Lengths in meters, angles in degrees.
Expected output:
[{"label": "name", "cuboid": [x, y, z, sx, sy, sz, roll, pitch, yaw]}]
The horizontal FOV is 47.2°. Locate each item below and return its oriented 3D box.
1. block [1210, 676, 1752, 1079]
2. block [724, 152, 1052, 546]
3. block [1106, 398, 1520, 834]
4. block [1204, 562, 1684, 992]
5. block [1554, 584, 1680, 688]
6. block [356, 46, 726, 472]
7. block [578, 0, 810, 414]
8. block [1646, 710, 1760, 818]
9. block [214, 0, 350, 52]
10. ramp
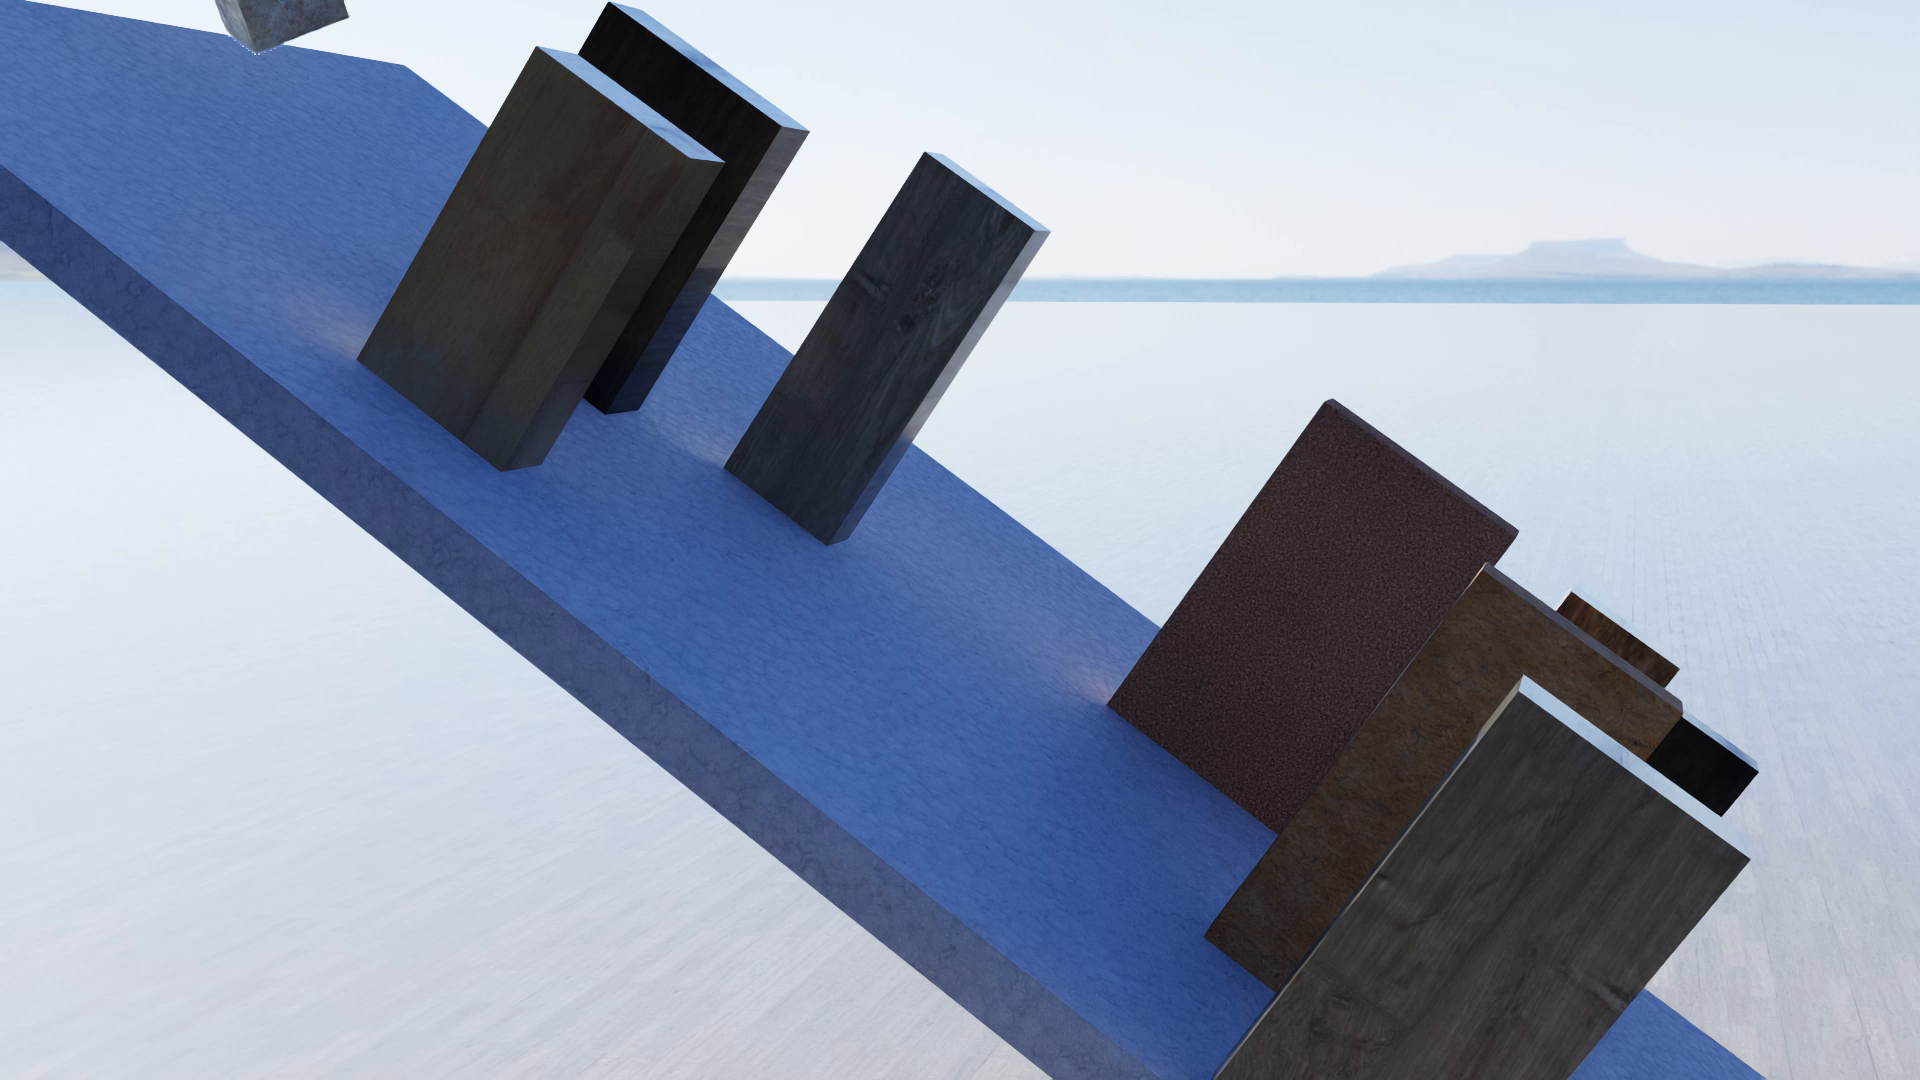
[{"label": "block", "cuboid": [0.675, 0.574, 2.928, 0.349, 0.715, 0.122, 37, 16, 10]}, {"label": "block", "cuboid": [-0.139, -0.350, 4.078, 0.251, 0.705, 0.115, 37, 16, 10]}, {"label": "block", "cuboid": [0.663, 0.151, 4.177, 0.427, 0.721, 0.119, 37, 16, 10]}, {"label": "block", "cuboid": [0.746, 0.440, 3.436, 0.360, 0.739, 0.102, 37, 16, 10]}, {"label": "block", "cuboid": [1.112, 0.431, 4.356, 0.248, 0.666, 0.120, 37, 16, 10]}, {"label": "block", "cuboid": [-0.668, -0.441, 3.487, 0.308, 0.587, 0.136, 37, 16, 10]}, {"label": "block", "cuboid": [-0.615, -0.601, 4.022, 0.399, 0.619, 0.140, 37, 16, 10]}, {"label": "block", "cuboid": [1.333, 0.593, 4.513, 0.295, 0.564, 0.101, 37, 16, 10]}, {"label": "block", "cuboid": [-1.333, -1.087, 4.248, 0.192, 0.192, 0.192, -29, 37, -22]}, {"label": "ramp", "cuboid": [-0.101, 0.177, 4.087, 4.000, 0.100, 2.000, 37, 16, 10]}]
